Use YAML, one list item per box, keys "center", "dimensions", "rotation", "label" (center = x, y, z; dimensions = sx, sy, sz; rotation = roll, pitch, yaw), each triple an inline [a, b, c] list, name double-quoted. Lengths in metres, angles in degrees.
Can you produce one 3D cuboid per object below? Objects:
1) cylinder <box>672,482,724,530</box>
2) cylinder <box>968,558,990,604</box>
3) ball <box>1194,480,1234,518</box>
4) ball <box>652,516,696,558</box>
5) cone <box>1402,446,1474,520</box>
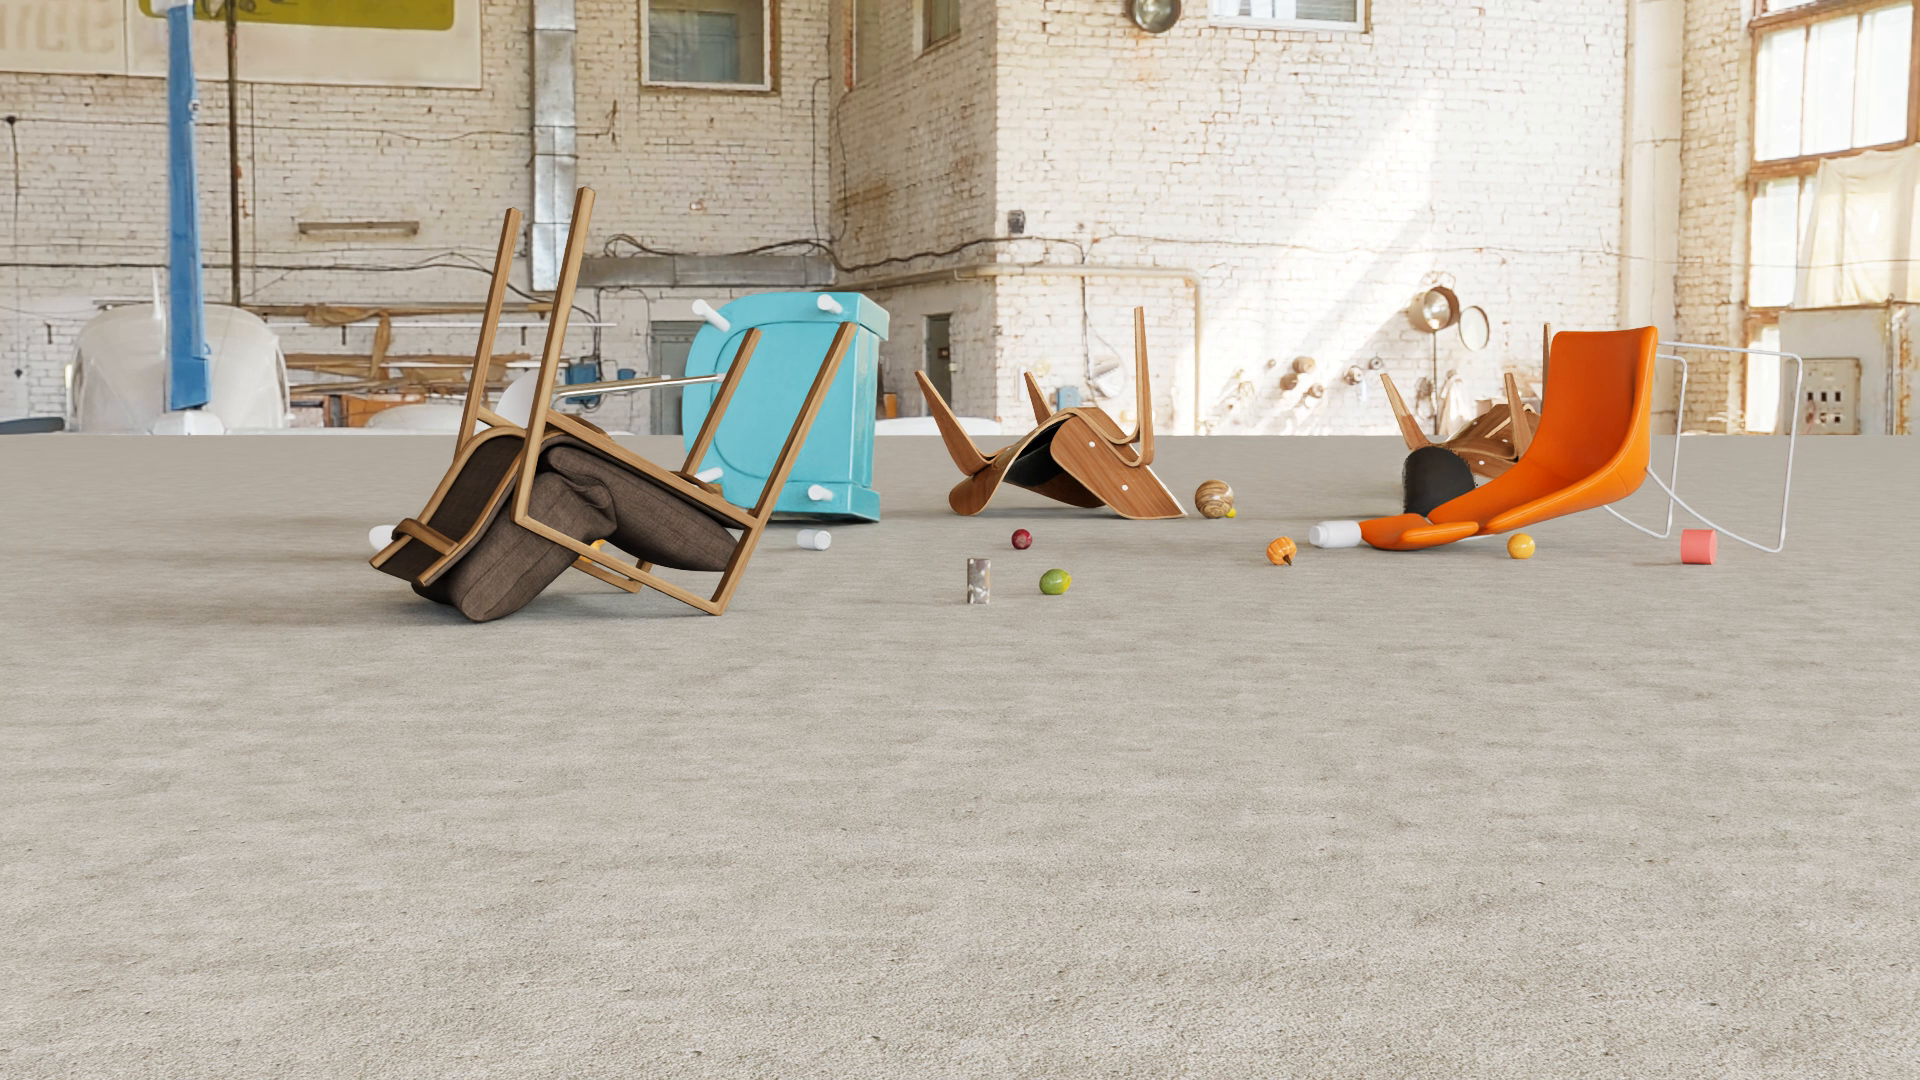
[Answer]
- center: [-0.838, -0.108, 7.046]
  dimensions: [0.134, 0.149, 0.125]
  rotation: [1, -13, 9]
  label: "cylinder"
- center: [0.040, 0.086, 4.617]
  dimensions: [0.034, 0.092, 0.060]
  rotation: [-4, 6, -45]
  label: "cylinder"
- center: [0.881, -0.142, 7.614]
  dimensions: [0.137, 0.137, 0.137]
  rotation: [0, 4, 0]
  label: "ball"
- center: [-0.760, -0.009, 5.837]
  dimensions: [0.114, 0.114, 0.114]
  rotation: [0, 4, 0]
  label: "ball"
- center: [1.600, -0.137, 7.625]
  dimensions: [0.271, 0.273, 0.297]
  rotation: [18, 38, 28]
  label: "cone"
